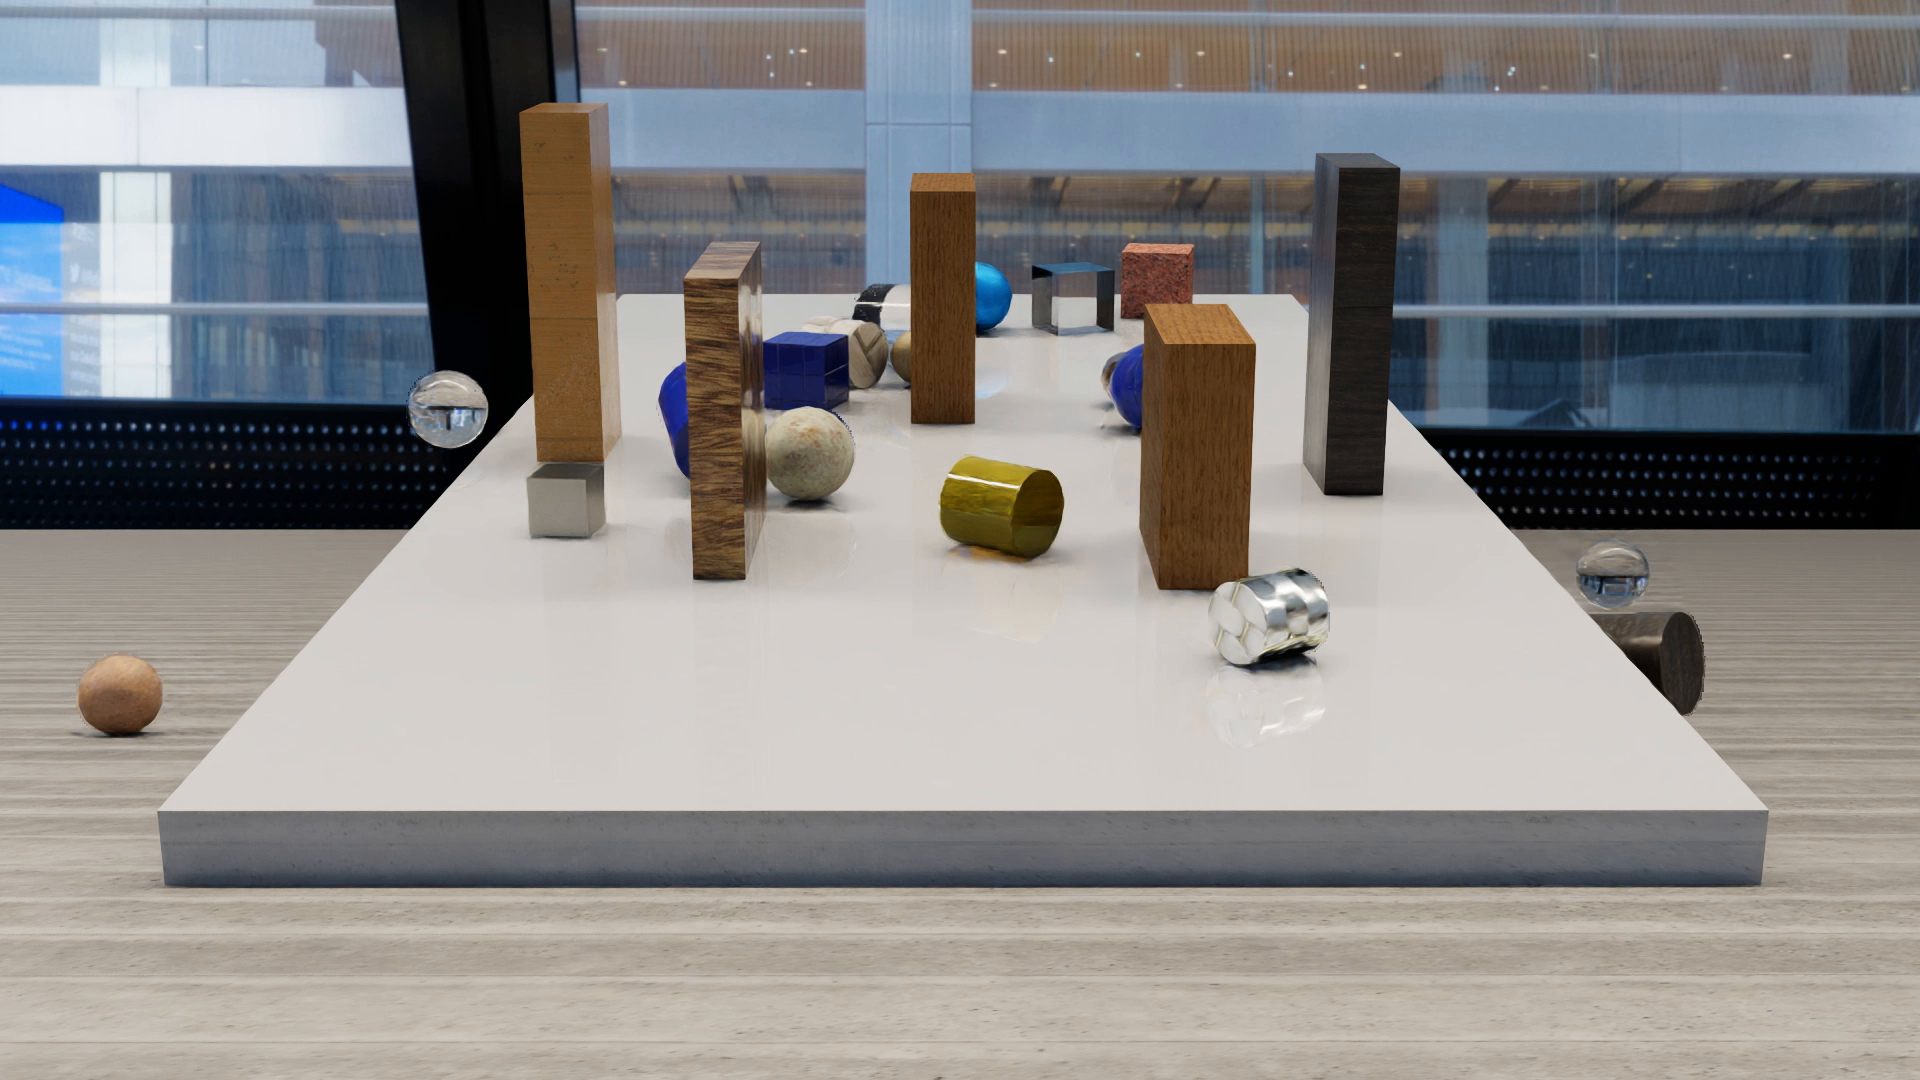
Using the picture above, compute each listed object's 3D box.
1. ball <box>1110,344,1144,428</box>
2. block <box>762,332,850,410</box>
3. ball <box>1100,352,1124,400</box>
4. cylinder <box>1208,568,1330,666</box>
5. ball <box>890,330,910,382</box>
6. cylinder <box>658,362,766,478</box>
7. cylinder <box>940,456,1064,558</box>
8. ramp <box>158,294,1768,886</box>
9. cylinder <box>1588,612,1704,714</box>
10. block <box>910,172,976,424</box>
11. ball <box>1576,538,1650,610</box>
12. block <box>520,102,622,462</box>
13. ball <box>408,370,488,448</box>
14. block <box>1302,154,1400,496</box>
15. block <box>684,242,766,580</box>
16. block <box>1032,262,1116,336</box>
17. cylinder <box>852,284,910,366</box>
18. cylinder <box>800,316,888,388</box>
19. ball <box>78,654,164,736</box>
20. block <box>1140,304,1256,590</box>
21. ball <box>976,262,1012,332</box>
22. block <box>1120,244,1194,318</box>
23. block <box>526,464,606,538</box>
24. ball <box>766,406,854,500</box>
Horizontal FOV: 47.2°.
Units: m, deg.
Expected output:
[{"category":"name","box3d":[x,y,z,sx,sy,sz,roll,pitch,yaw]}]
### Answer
[{"category":"ball","box3d":[0.422,-0.334,4.780,0.193,0.193,0.193,0,0,0]},{"category":"block","box3d":[-0.354,-0.387,5.043,0.152,0.152,0.152,5,16,18]},{"category":"ball","box3d":[0.384,-0.372,5.049,0.122,0.122,0.122,0,0,0]},{"category":"cylinder","box3d":[0.460,0.114,3.285,0.127,0.127,0.127,-10,6,-34]},{"category":"ball","box3d":[-0.099,-0.439,5.267,0.134,0.134,0.134,0,0,0]},{"category":"cylinder","box3d":[-0.486,-0.234,4.331,0.187,0.187,0.187,0,35,-19]},{"category":"cylinder","box3d":[0.073,-0.059,3.855,0.156,0.156,0.156,12,8,36]},{"category":"ramp","box3d":[-0.002,-0.152,4.670,2.000,0.100,4.000,0,16,0]},{"category":"cylinder","box3d":[1.300,0.239,4.250,0.197,0.197,0.197,-4,-2,42]},{"category":"block","box3d":[-0.038,-0.553,4.974,0.142,0.510,0.372,0,16,0]},{"category":"ball","box3d":[1.298,0.068,4.377,0.142,0.142,0.142,0,0,0]},{"category":"block","box3d":[-0.799,-0.534,4.541,0.136,0.705,0.254,0,16,0]},{"category":"ball","box3d":[-1.109,-0.283,4.773,0.169,0.169,0.169,0,0,0]},{"category":"block","box3d":[0.760,-0.426,4.300,0.114,0.627,0.275,0,16,0]},{"category":"block","box3d":[-0.405,-0.237,3.840,0.088,0.508,0.438,0,16,0]},{"category":"block","box3d":[0.307,-0.658,5.994,0.168,0.168,0.168,-7,17,-23]},{"category":"cylinder","box3d":[-0.125,-0.531,5.454,0.202,0.202,0.202,8,5,36]},{"category":"cylinder","box3d":[-0.282,-0.451,5.266,0.158,0.158,0.158,12,7,36]},{"category":"ball","box3d":[-1.796,0.331,4.705,0.172,0.172,0.172,0,0,0]},{"category":"block","box3d":[0.402,-0.169,3.776,0.147,0.412,0.394,0,16,0]},{"category":"ball","box3d":[0.046,-0.658,5.954,0.188,0.188,0.188,0,0,0]},{"category":"block","box3d":[0.560,-0.733,6.229,0.186,0.186,0.186,3,16,10]},{"category":"block","box3d":[-0.713,-0.071,3.986,0.109,0.109,0.109,2,16,7]},{"category":"ball","box3d":[-0.290,-0.165,4.195,0.179,0.179,0.179,0,0,0]}]
